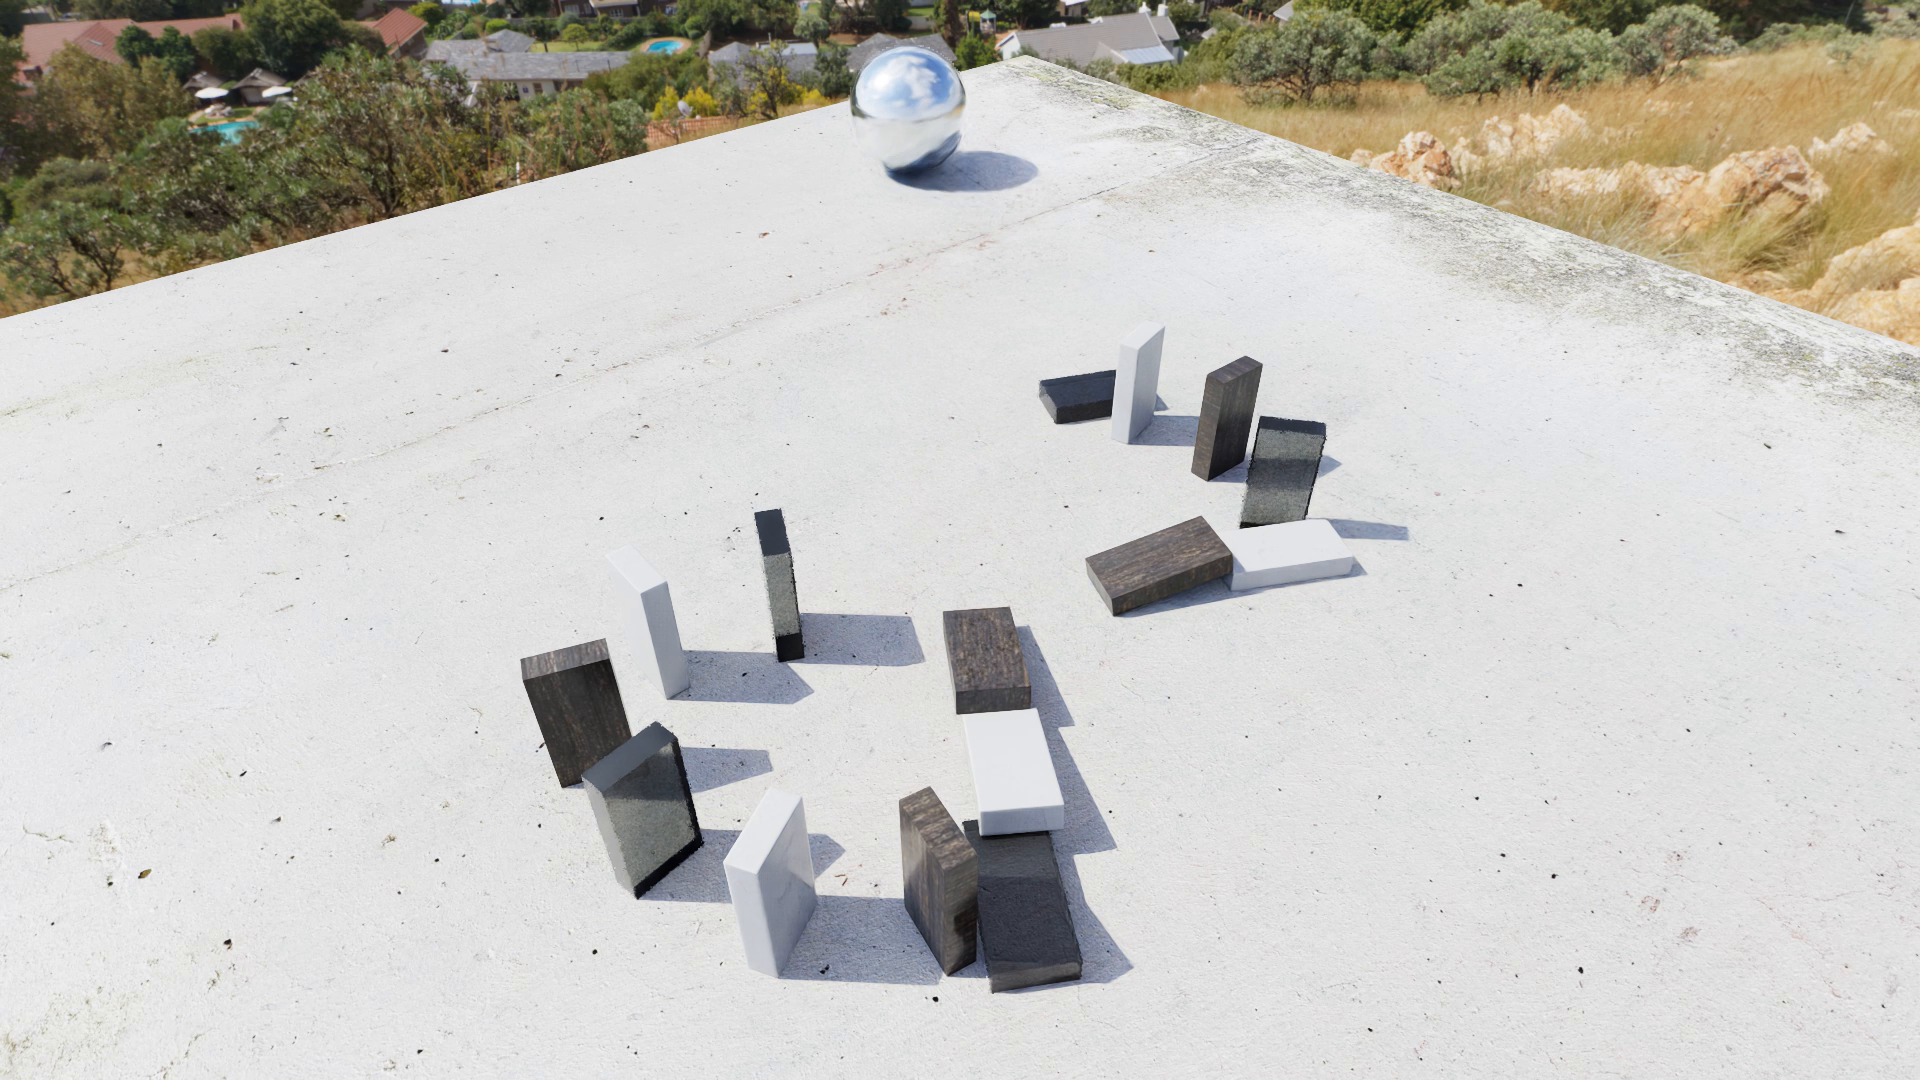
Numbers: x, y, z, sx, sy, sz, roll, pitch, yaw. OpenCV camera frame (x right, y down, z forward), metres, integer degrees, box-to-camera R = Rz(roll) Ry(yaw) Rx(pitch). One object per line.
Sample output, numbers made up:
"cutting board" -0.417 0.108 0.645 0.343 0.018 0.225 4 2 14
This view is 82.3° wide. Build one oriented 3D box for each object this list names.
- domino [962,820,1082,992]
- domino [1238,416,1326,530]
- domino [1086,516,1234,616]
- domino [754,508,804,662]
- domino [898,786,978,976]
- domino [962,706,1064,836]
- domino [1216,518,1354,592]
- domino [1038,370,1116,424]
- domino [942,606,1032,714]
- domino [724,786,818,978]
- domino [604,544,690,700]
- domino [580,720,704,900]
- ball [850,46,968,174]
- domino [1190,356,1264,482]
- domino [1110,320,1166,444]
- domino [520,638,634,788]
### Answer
"domino" 0.017 0.103 0.318 0.025 0.010 0.050 -6 40 -7
"domino" 0.129 -0.025 0.442 0.025 0.050 0.009 8 40 9
"domino" 0.077 0.010 0.424 0.050 0.010 0.025 -20 42 -7
"domino" -0.064 0.017 0.391 0.009 0.050 0.025 -10 40 -12
"domino" -0.006 0.093 0.298 0.009 0.050 0.025 -20 43 -23
"domino" 0.016 0.072 0.347 0.025 0.009 0.050 -4 26 -5
"domino" 0.127 0.005 0.437 0.050 0.009 0.025 -8 40 -9
"domino" 0.066 -0.070 0.529 0.050 0.010 0.025 -10 40 -12
"domino" 0.009 0.041 0.386 0.025 0.010 0.050 -4 29 -4
"domino" -0.050 0.093 0.298 0.010 0.050 0.025 13 41 15
"domino" -0.106 0.028 0.377 0.009 0.050 0.025 -28 47 -30
"domino" -0.090 0.078 0.316 0.009 0.050 0.025 28 47 30
"ball" -0.034 -0.289 0.741 0.080 0.080 0.080 0 39 0
"domino" 0.115 -0.052 0.475 0.025 0.050 0.010 -27 47 -29
"domino" 0.080 -0.071 0.498 0.010 0.050 0.025 24 45 26
"domino" -0.118 0.055 0.345 0.025 0.050 0.010 -14 41 -16
